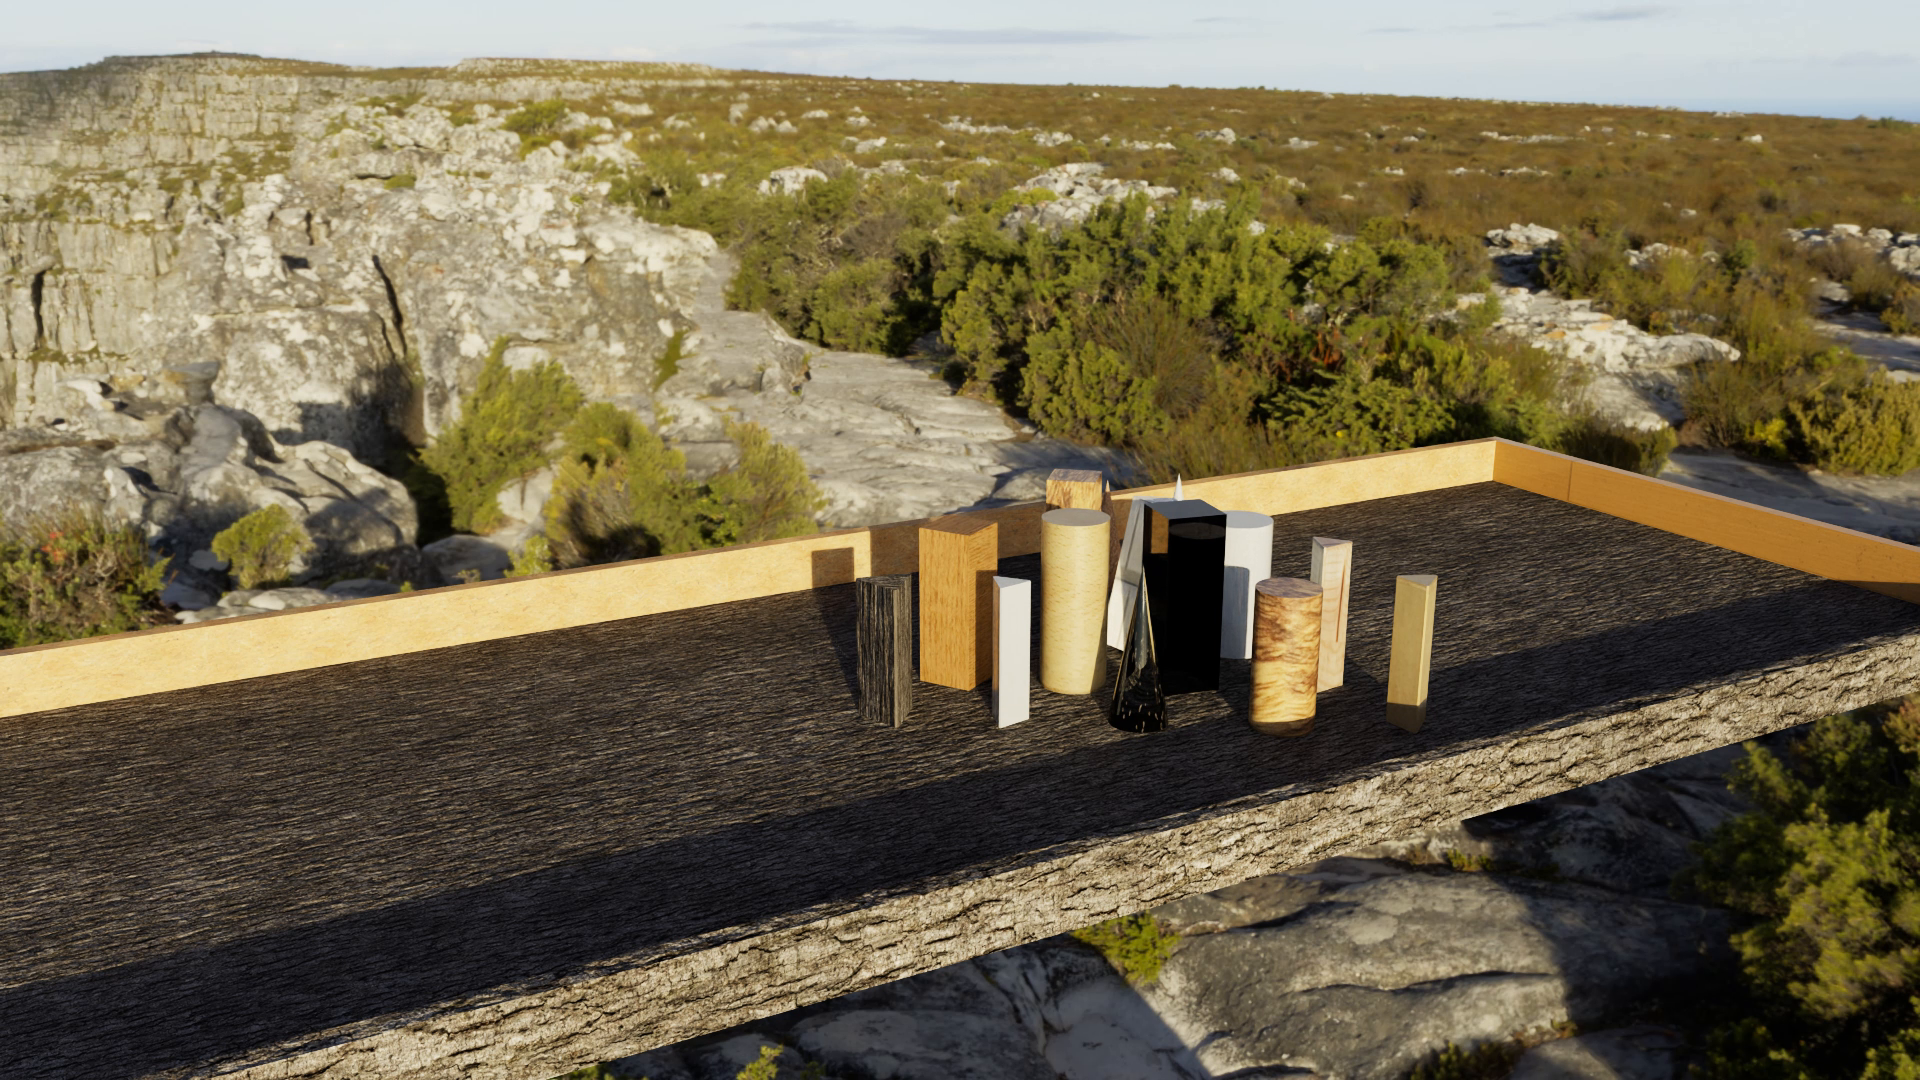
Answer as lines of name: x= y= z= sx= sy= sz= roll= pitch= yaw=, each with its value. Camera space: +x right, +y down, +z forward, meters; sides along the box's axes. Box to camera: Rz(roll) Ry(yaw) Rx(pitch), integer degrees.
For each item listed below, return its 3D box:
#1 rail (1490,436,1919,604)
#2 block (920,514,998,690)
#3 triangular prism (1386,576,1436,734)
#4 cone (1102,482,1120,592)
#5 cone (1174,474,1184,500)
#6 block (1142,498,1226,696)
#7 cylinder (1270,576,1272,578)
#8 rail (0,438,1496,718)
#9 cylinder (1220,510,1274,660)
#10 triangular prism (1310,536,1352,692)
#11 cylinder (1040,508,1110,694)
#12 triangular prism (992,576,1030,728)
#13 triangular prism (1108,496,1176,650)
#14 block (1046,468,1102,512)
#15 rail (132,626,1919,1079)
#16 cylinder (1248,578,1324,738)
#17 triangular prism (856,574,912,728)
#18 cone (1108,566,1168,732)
rail: x=2.466 y=-0.048 z=5.253 sx=0.050 sy=0.150 sz=2.100 roll=-9 pitch=18 yaw=-27
block: x=-0.004 y=0.154 z=4.120 sx=0.141 sy=0.400 sz=0.141 roll=9 pitch=19 yaw=29
triangular prism: x=1.066 y=0.259 z=3.834 sx=0.080 sy=0.360 sz=0.093 roll=-10 pitch=19 yaw=-32
cone: x=0.431 y=-0.023 z=4.861 sx=0.133 sy=0.322 sz=0.133 roll=0 pitch=16 yaw=0
cone: x=0.605 y=0.010 z=4.606 sx=0.172 sy=0.403 sz=0.172 roll=0 pitch=16 yaw=0
block: x=0.547 y=0.141 z=4.075 sx=0.151 sy=0.451 sz=0.151 roll=-5 pitch=17 yaw=-16
cylinder: x=0.691 y=0.180 z=4.510 sx=0.353 sy=0.132 sz=0.132 roll=-5 pitch=17 yaw=-18
rail: x=-3.305 y=0.497 z=3.399 sx=12.000 sy=0.150 sz=0.050 roll=-9 pitch=18 yaw=-27
cylinder: x=0.726 y=0.116 z=4.334 sx=0.176 sy=0.353 sz=0.176 roll=0 pitch=16 yaw=0
triangular prism: x=0.894 y=0.181 z=4.078 sx=0.094 sy=0.373 sz=0.082 roll=-11 pitch=20 yaw=-34
cylinder: x=0.283 y=0.150 z=4.081 sx=0.168 sy=0.430 sz=0.168 roll=0 pitch=16 yaw=0
triangular prism: x=0.103 y=0.258 z=3.867 sx=0.091 sy=0.343 sz=0.079 roll=-13 pitch=21 yaw=-37
triangular prism: x=0.494 y=0.090 z=4.320 sx=0.130 sy=0.406 sz=0.113 roll=22 pitch=20 yaw=32
block: x=0.315 y=0.017 z=4.581 sx=0.133 sy=0.404 sz=0.133 roll=4 pitch=17 yaw=12
rail: x=-2.336 y=1.006 z=1.665 sx=12.000 sy=0.150 sz=0.050 roll=-9 pitch=18 yaw=-27
cylinder: x=0.755 y=0.272 z=3.830 sx=0.154 sy=0.339 sz=0.154 roll=0 pitch=16 yaw=0
triangular prism: x=-0.156 y=0.253 z=3.896 sx=0.131 sy=0.338 sz=0.114 roll=15 pitch=22 yaw=41
cone: x=0.421 y=0.241 z=3.844 sx=0.143 sy=0.389 sz=0.143 roll=0 pitch=16 yaw=0
